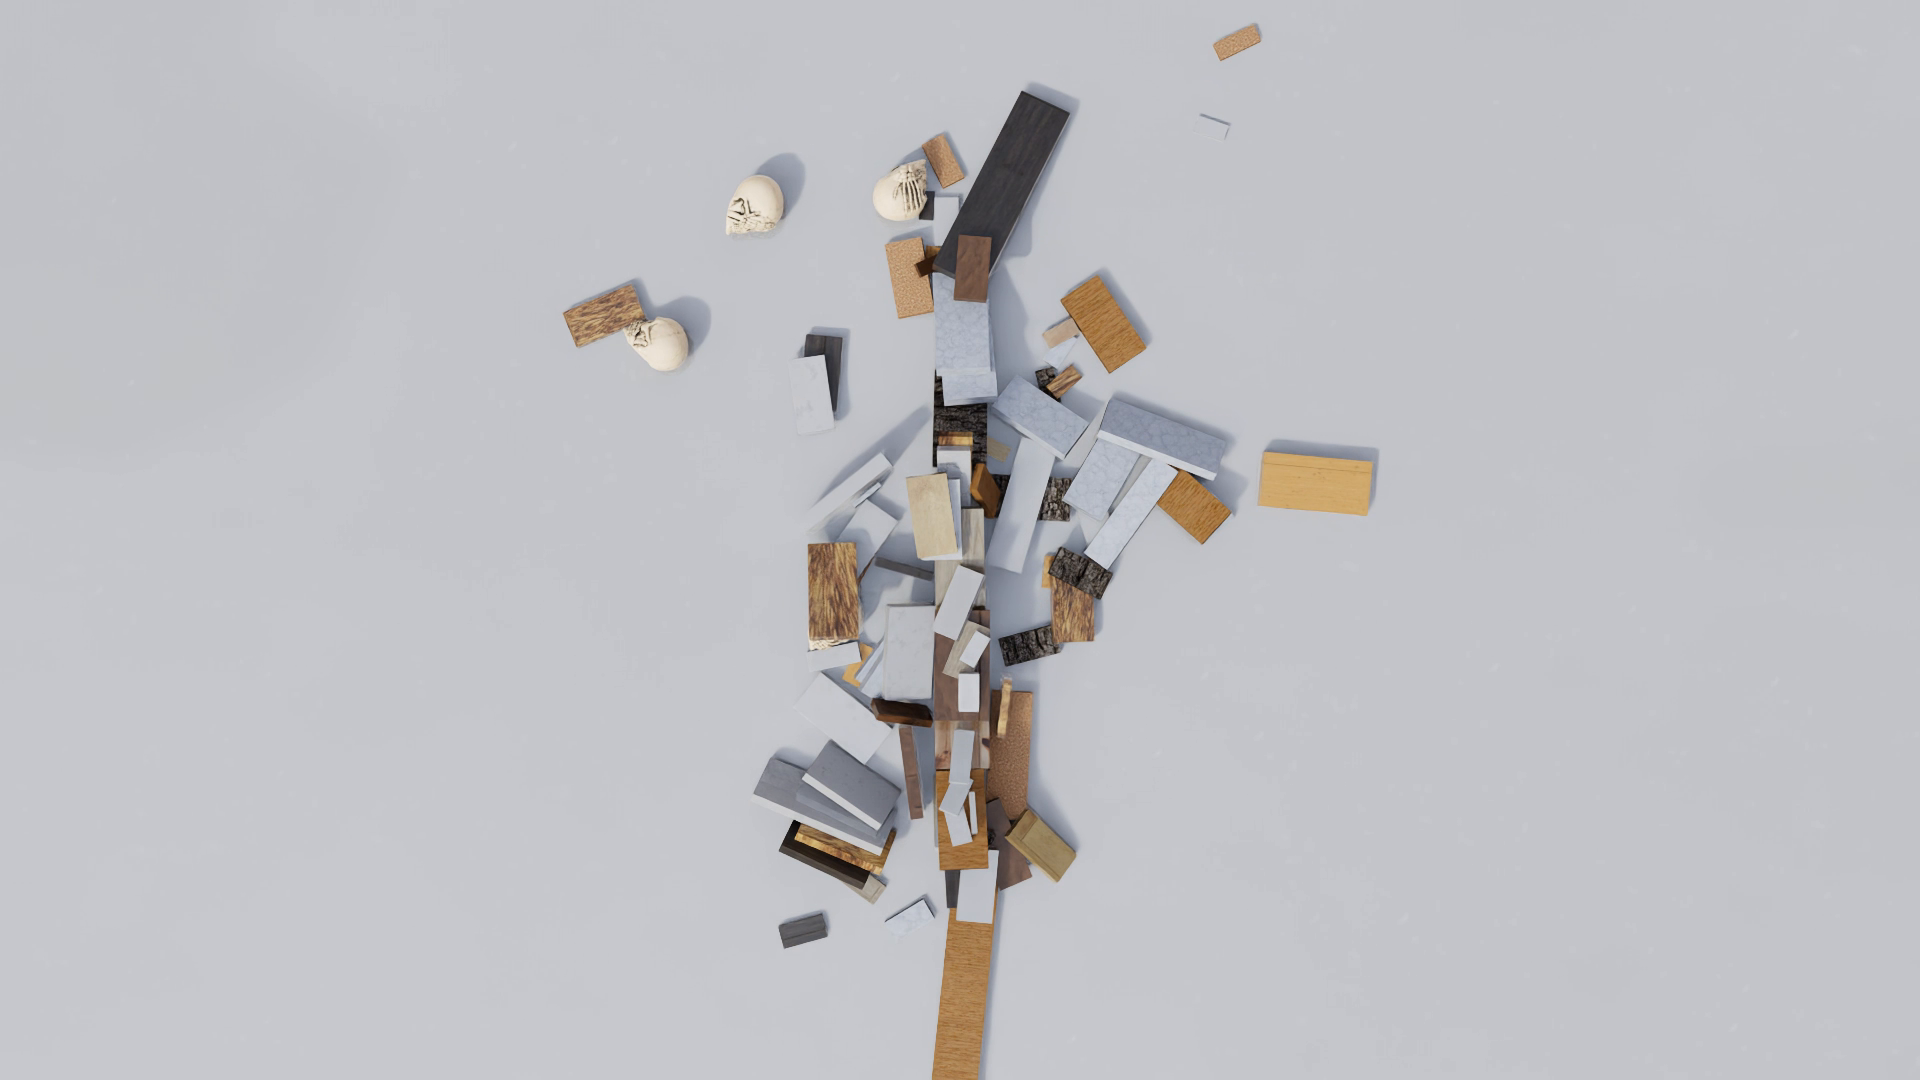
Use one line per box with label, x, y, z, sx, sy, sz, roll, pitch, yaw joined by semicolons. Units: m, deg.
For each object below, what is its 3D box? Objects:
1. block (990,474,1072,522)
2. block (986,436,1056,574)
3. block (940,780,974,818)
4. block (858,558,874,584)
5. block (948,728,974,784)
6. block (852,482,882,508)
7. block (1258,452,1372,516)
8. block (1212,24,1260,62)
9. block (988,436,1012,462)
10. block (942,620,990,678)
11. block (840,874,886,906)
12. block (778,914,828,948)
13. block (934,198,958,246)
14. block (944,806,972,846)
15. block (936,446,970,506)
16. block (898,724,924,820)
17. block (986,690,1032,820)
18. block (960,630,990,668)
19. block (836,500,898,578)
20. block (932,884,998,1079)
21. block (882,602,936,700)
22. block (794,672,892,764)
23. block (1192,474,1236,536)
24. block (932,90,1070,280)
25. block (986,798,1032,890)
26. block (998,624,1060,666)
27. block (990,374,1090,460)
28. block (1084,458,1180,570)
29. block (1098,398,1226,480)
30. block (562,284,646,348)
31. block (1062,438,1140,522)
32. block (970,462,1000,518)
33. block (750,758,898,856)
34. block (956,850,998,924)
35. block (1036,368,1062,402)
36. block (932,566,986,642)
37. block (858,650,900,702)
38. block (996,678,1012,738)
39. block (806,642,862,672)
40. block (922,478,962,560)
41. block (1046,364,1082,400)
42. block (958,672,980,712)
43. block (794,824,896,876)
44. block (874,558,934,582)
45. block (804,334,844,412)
block;0.225;-0.140;5.480;0.286;0.041;0.143;3;90;0
block;0.202;-0.115;5.442;0.122;0.035;0.433;16;90;0
block;-0.011;0.817;5.287;0.065;0.018;0.130;21;64;10
block;-0.346;0.094;5.490;0.068;0.019;0.136;29;90;0
block;0.006;0.699;5.323;0.065;0.018;0.177;6;66;2
block;-0.308;-0.149;5.472;0.113;0.057;0.016;-39;90;0
block;1.177;-0.186;5.475;0.357;0.051;0.179;5;90;0
block;0.922;-1.656;5.492;0.148;0.017;0.060;-26;90;0
block;0.111;-0.306;5.492;0.107;0.015;0.054;27;90;0
block;0.021;0.355;5.287;0.093;0.026;0.186;22;91;0
block;-0.391;1.092;5.489;0.310;0.021;0.075;36;90;0
block;-0.522;1.302;5.489;0.150;0.021;0.075;-15;90;0
block;-0.045;-1.058;5.489;0.080;0.023;0.159;0;90;0
block;-0.007;0.909;5.277;0.065;0.018;0.130;-14;75;-4
block;-0.019;-0.203;5.267;0.106;0.030;0.212;0;126;0
block;-0.159;0.757;5.425;0.042;0.149;0.299;-8;90;0
block;0.162;0.715;5.481;0.136;0.039;0.422;3;90;0
block;0.048;0.348;5.266;0.054;0.015;0.107;30;91;0
block;-0.333;0.008;5.464;0.129;0.037;0.258;35;83;2
block;0.018;1.454;5.479;0.151;0.043;0.765;6;90;0
block;-0.169;0.366;5.410;0.158;0.045;0.316;-1;103;-19
block;-0.389;0.591;5.479;0.304;0.042;0.149;39;90;0
block;0.813;-0.114;5.486;0.096;0.027;0.193;-42;90;0
block;0.137;-1.147;5.414;0.179;0.051;0.671;26;80;3
block;0.130;1.002;5.442;0.117;0.033;0.281;-23;90;-3
block;0.231;0.351;5.486;0.191;0.027;0.095;-15;90;0
block;0.263;-0.405;5.434;0.293;0.041;0.146;35;69;7
block;0.566;-0.089;5.442;0.096;0.027;0.397;36;92;13
block;0.665;-0.333;5.444;0.410;0.041;0.143;21;57;0
block;-1.181;-0.743;5.482;0.248;0.035;0.124;-23;90;0
block;0.473;-0.221;5.453;0.146;0.041;0.293;31;80;0
block;0.082;-0.159;5.353;0.028;0.194;0.097;5;65;22
block;-0.445;0.876;5.429;0.460;0.045;0.158;23;46;0
block;0.056;1.124;5.375;0.117;0.033;0.234;6;82;-4
block;0.294;-0.511;5.492;0.060;0.017;0.120;-14;90;0
block;-0.005;0.202;5.273;0.093;0.026;0.226;21;86;19
block;-0.204;0.414;5.455;0.136;0.039;0.273;33;91;-23
block;0.145;0.550;5.414;0.027;0.095;0.191;7;90;0
block;-0.419;0.388;5.479;0.178;0.019;0.068;-12;85;6
block;-0.061;-0.067;5.261;0.129;0.037;0.258;-2;101;1
block;0.345;-0.525;5.480;0.113;0.016;0.057;-41;95;-10
block;0.029;0.486;5.275;0.065;0.018;0.130;0;108;0
block;-0.375;0.974;5.430;0.302;0.043;0.151;23;46;-1
block;-0.184;0.097;5.451;0.194;0.097;0.028;16;90;0
block;-0.460;-0.555;5.483;0.122;0.035;0.245;5;90;0
